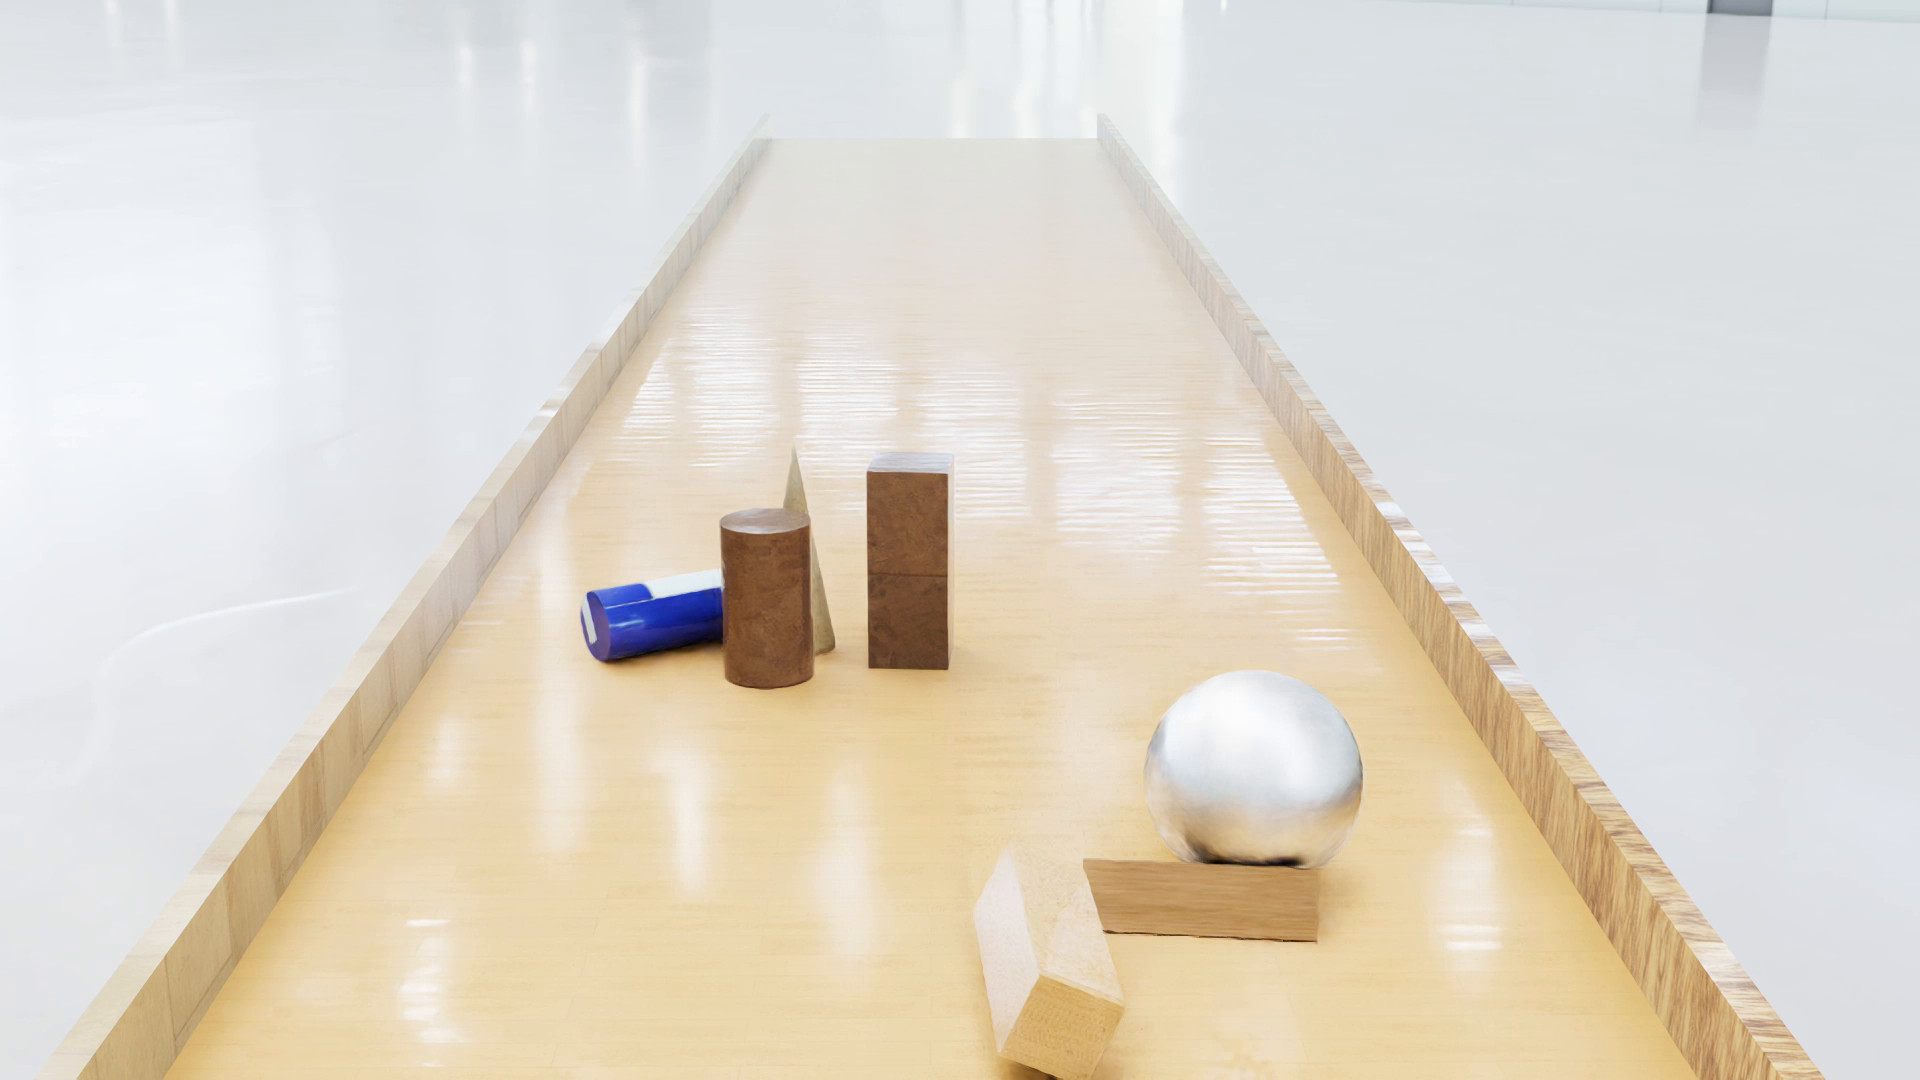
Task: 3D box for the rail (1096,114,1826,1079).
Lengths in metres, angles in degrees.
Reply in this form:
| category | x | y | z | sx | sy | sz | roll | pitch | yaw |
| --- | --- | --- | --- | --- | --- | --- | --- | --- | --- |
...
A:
| category | x | y | z | sx | sy | sz | roll | pitch | yaw |
| --- | --- | --- | --- | --- | --- | --- | --- | --- | --- |
| rail | 0.932 | -0.844 | 7.801 | 0.050 | 0.150 | 12.000 | 0 | 17 | -1 |

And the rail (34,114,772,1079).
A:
| category | x | y | z | sx | sy | sz | roll | pitch | yaw |
| --- | --- | --- | --- | --- | --- | --- | --- | --- | --- |
| rail | -1.118 | -0.838 | 7.780 | 0.050 | 0.150 | 12.000 | 0 | 17 | -1 |

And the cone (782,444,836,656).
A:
| category | x | y | z | sx | sy | sz | roll | pitch | yaw |
| --- | --- | --- | --- | --- | --- | --- | --- | --- | --- |
| cone | -0.331 | 0.008 | 4.441 | 0.154 | 0.433 | 0.154 | 0 | 16 | 0 |

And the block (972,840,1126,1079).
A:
| category | x | y | z | sx | sy | sz | roll | pitch | yaw |
| --- | --- | --- | --- | --- | --- | --- | --- | --- | --- |
| block | 0.116 | 0.571 | 3.017 | 0.124 | 0.124 | 0.413 | 23 | 13 | -11 |

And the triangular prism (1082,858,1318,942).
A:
| category | x | y | z | sx | sy | sz | roll | pitch | yaw |
| --- | --- | --- | --- | --- | --- | --- | --- | --- | --- |
| triangular prism | 0.357 | 0.526 | 3.285 | 0.348 | 0.093 | 0.107 | 2 | 17 | 6 |

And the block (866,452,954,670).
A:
| category | x | y | z | sx | sy | sz | roll | pitch | yaw |
| --- | --- | --- | --- | --- | --- | --- | --- | --- | --- |
| block | -0.097 | 0.040 | 4.381 | 0.159 | 0.404 | 0.159 | 1 | 17 | 4 |

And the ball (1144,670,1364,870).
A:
| category | x | y | z | sx | sy | sz | roll | pitch | yaw |
| --- | --- | --- | --- | --- | --- | --- | --- | --- | --- |
| ball | 0.451 | 0.369 | 3.390 | 0.337 | 0.337 | 0.337 | 0 | 17 | 0 |

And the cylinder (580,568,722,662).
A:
| category | x | y | z | sx | sy | sz | roll | pitch | yaw |
| --- | --- | --- | --- | --- | --- | --- | --- | --- | --- |
| cylinder | -0.577 | 0.145 | 4.488 | 0.361 | 0.143 | 0.143 | -10 | 19 | -31 |

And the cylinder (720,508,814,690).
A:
| category | x | y | z | sx | sy | sz | roll | pitch | yaw |
| --- | --- | --- | --- | --- | --- | --- | --- | --- | --- |
| cylinder | -0.376 | 0.113 | 4.294 | 0.178 | 0.314 | 0.178 | 0 | 17 | 0 |
